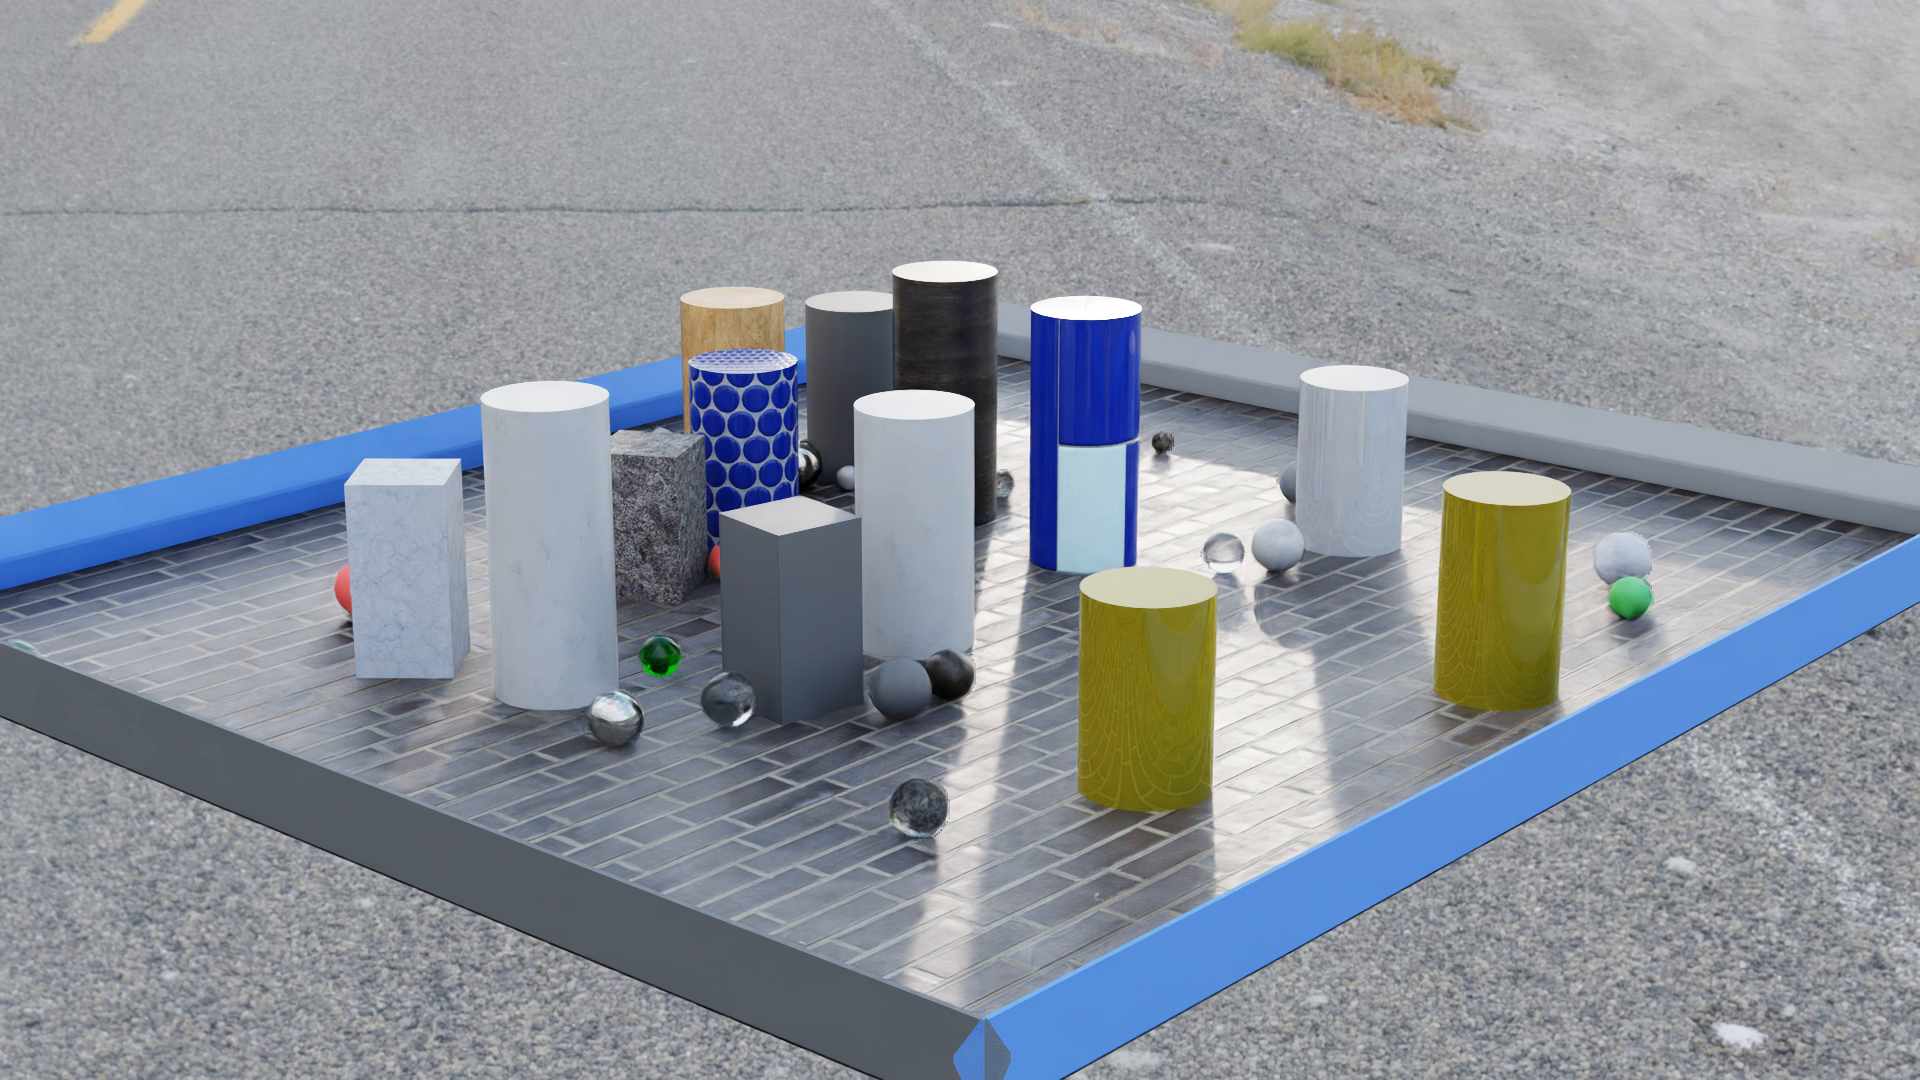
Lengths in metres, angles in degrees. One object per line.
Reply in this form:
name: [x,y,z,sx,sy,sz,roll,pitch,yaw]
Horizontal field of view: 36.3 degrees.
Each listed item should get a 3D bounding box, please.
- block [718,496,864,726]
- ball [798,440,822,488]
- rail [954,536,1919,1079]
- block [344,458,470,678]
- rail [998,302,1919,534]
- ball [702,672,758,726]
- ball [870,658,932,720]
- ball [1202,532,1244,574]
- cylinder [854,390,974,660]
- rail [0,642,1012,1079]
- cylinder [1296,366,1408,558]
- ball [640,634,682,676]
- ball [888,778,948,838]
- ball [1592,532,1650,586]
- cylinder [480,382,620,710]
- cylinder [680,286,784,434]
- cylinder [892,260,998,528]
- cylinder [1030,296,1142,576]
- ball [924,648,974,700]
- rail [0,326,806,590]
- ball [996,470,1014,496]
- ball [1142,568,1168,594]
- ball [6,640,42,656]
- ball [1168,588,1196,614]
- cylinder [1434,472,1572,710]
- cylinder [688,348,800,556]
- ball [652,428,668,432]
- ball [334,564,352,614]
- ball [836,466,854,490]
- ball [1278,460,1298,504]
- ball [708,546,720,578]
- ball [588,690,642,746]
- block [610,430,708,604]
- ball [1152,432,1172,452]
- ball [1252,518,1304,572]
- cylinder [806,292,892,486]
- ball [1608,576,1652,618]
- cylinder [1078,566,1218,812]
block: [-0.262,0.107,4.568,0.158,0.305,0.158,-13,21,-37]
ball: [-0.320,-0.149,5.778,0.097,0.097,0.097,0,17,0]
rail: [0.957,0.272,4.324,0.045,0.128,2.892,14,22,39]
block: [-0.892,0.045,4.744,0.158,0.323,0.158,0,17,0]
rail: [0.933,-0.278,6.148,2.583,0.128,0.045,14,22,39]
ball: [-0.353,0.244,4.495,0.085,0.085,0.085,0,17,0]
ball: [-0.092,0.229,4.523,0.097,0.097,0.097,0,17,0]
ball: [0.472,0.022,5.246,0.075,0.075,0.075,0,17,0]
cylinder: [-0.075,-0.026,4.834,0.197,0.407,0.197,0,17,0]
rail: [-0.933,0.342,4.092,2.583,0.128,0.045,14,22,39]
cylinder: [0.720,-0.146,5.397,0.197,0.312,0.197,0,17,0]
ball: [-0.482,0.186,4.718,0.067,0.067,0.067,0,17,0]
ball: [-0.058,0.373,4.073,0.082,0.082,0.082,0,17,0]
ball: [1.166,0.035,5.166,0.098,0.098,0.098,0,17,0]
cylinder: [-0.641,0.008,4.594,0.197,0.480,0.197,0,17,0]
cylinder: [-0.432,-0.265,5.625,0.197,0.408,0.197,0,17,0]
cylinder: [-0.028,-0.274,5.540,0.197,0.474,0.197,0,17,0]
cylinder: [0.224,-0.189,5.270,0.197,0.466,0.197,0,17,0]
ball: [-0.017,0.211,4.611,0.081,0.081,0.081,0,17,0]
rail: [-0.957,-0.208,5.916,0.045,0.128,2.892,14,22,39]
ball: [0.080,-0.110,5.729,0.051,0.051,0.051,0,17,0]
ball: [0.342,0.071,5.134,0.046,0.046,0.046,0,17,0]
ball: [-1.495,0.200,4.642,0.084,0.084,0.084,0,17,0]
ball: [0.380,0.106,5.024,0.045,0.045,0.045,0,17,0]
cylinder: [0.852,0.079,4.614,0.197,0.333,0.197,0,17,0]
cylinder: [-0.393,-0.155,5.355,0.197,0.353,0.197,0,17,0]
ball: [-0.621,-0.211,6.073,0.045,0.045,0.045,0,17,0]
ball: [-1.020,0.082,5.012,0.097,0.097,0.097,0,17,0]
ball: [-0.219,-0.122,5.769,0.050,0.050,0.050,0,17,0]
ball: [0.661,-0.112,5.672,0.088,0.088,0.088,0,17,0]
ball: [-0.416,0.038,5.217,0.063,0.063,0.063,0,17,0]
ball: [-0.520,0.268,4.420,0.082,0.082,0.082,0,17,0]
block: [-0.544,-0.042,5.139,0.158,0.262,0.158,4,17,13]
ball: [0.416,-0.203,6.053,0.042,0.042,0.042,0,17,0]
ball: [0.570,0.010,5.255,0.096,0.096,0.096,0,17,0]
cylinder: [-0.207,-0.302,5.844,0.197,0.353,0.197,0,17,0]
ball: [1.143,0.098,5.003,0.071,0.071,0.071,0,17,0]
cylinder: [0.269,0.212,4.220,0.197,0.304,0.197,0,17,0]
